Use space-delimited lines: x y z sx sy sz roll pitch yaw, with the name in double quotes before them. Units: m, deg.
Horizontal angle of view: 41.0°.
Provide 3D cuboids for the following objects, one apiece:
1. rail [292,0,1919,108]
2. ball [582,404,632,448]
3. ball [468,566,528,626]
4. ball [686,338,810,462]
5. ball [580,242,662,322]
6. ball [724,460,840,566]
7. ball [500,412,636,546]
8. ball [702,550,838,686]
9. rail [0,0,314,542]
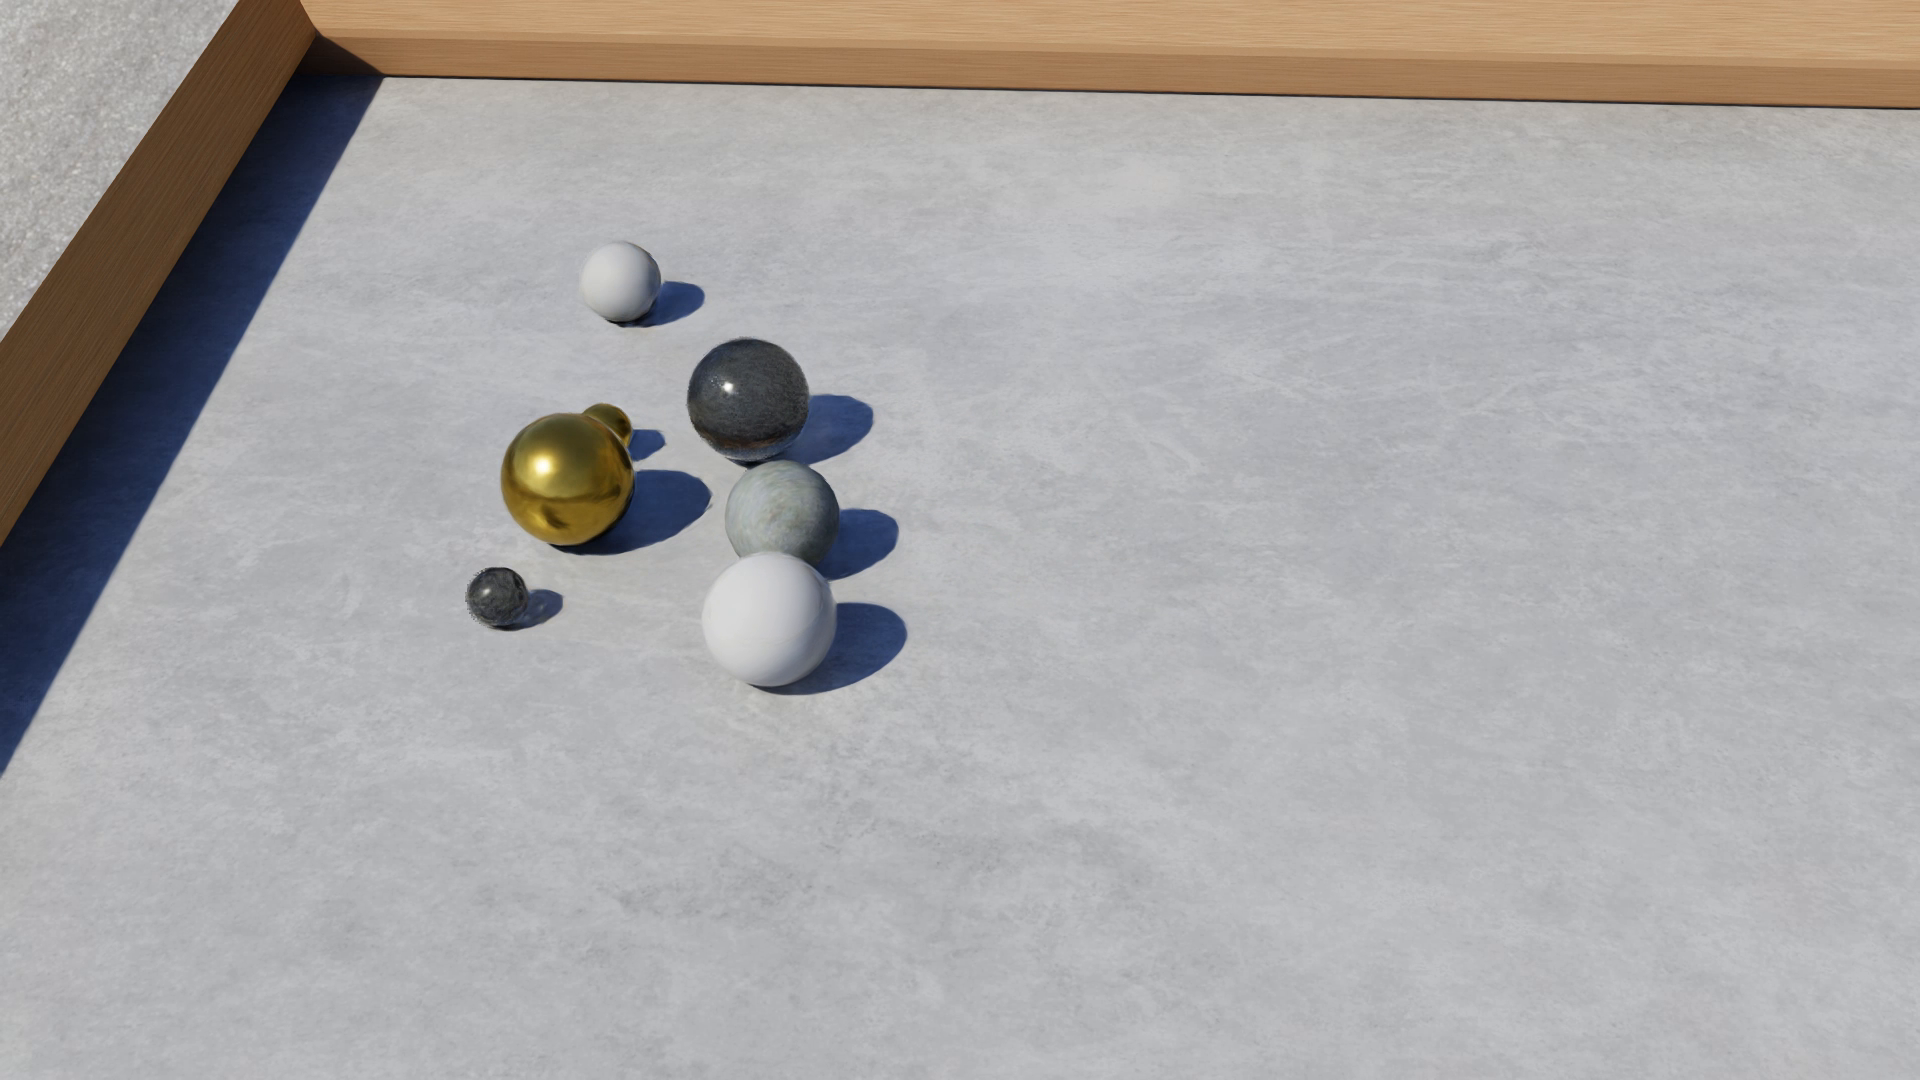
"rail" 0.760 -0.472 2.482 2.880 0.129 0.045 2 35 2
"ball" -0.278 -0.084 2.004 0.045 0.045 0.045 0 35 0
"ball" -0.329 0.040 1.828 0.043 0.043 0.043 0 35 0
"ball" -0.164 -0.109 1.995 0.096 0.096 0.096 0 35 0
"ball" -0.288 -0.219 2.176 0.068 0.068 0.068 0 35 0
"ball" -0.130 -0.016 1.872 0.084 0.084 0.084 0 35 0
"ball" -0.291 -0.045 1.901 0.099 0.099 0.099 0 35 0
"ball" -0.131 0.054 1.764 0.093 0.093 0.093 0 35 0
"rail" -0.695 -0.044 1.871 0.045 0.129 1.683 2 35 2
